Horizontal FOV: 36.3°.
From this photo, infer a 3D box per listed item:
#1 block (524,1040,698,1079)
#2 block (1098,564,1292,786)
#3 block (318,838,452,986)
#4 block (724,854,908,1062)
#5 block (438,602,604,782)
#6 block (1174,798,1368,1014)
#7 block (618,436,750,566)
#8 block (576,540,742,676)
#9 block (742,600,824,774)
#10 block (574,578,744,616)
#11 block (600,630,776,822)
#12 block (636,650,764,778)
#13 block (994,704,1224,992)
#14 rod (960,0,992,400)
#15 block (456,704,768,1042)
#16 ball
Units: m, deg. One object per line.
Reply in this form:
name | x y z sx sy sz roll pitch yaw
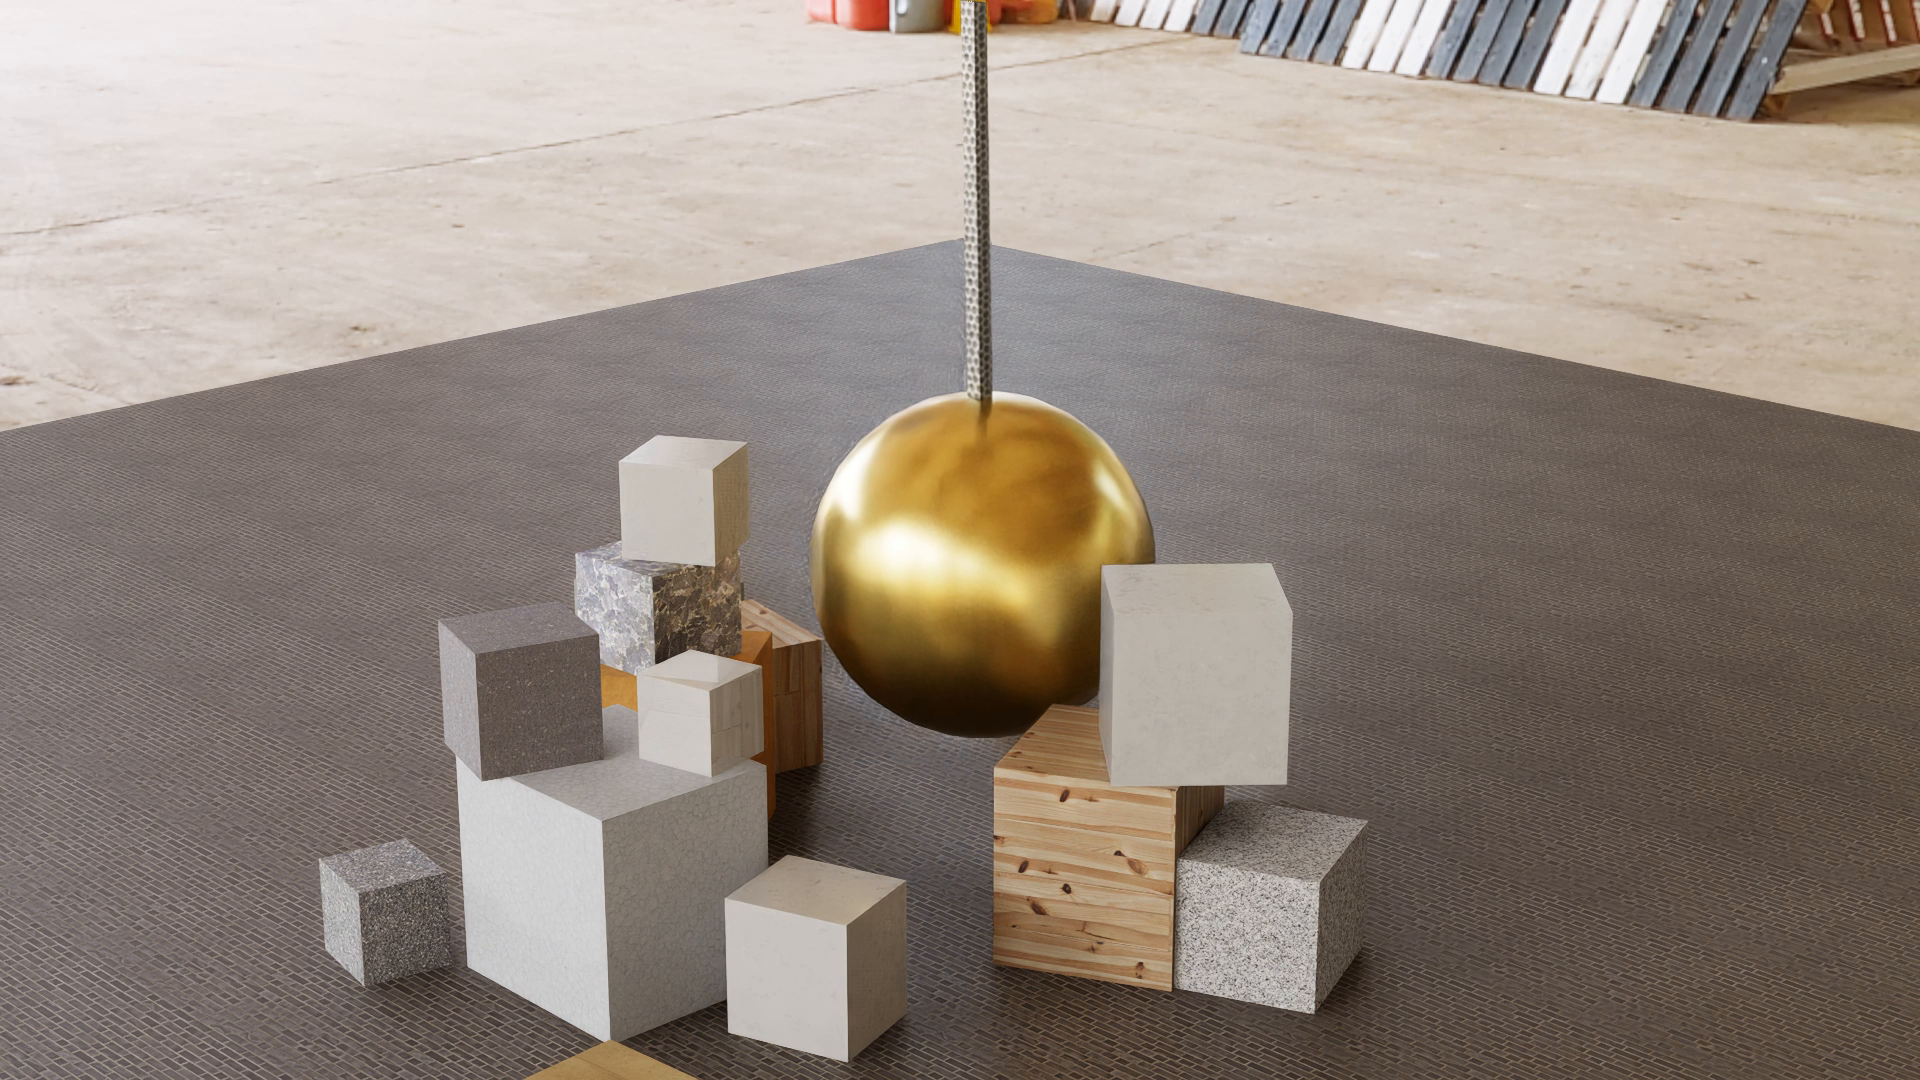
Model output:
block | -1.232 2.235 10.196 0.665 0.623 0.668 15 23 39
block | 0.976 0.558 12.304 0.726 0.748 0.657 -1 17 -2
block | -2.463 1.592 12.566 0.397 0.428 0.435 -11 21 -32
block | -0.582 1.697 11.949 0.562 0.597 0.492 9 20 26
block | -1.824 0.621 12.181 0.530 0.551 0.481 -9 20 -26
block | 1.324 1.543 12.448 0.615 0.591 0.707 7 19 23
block | -1.261 -0.184 13.480 0.451 0.459 0.469 5 18 15
block | -1.389 0.294 13.555 0.525 0.499 0.540 15 23 40
block | -1.180 0.771 14.791 0.703 0.661 0.730 -11 20 -30
block | -1.572 0.548 15.415 0.669 0.710 0.592 -14 22 -37
block | -1.372 0.955 13.794 0.865 0.906 0.716 3 18 8
block | -1.076 0.715 12.174 0.379 0.376 0.356 11 21 32
block | 0.651 1.311 12.665 0.792 0.905 0.805 6 18 19
rod | 0.045 -3.114 12.410 0.080 5.200 0.080 17 25 42
block | -1.453 1.378 12.325 0.847 0.980 1.004 -16 23 -41
ball | 0.104 0.111 13.485 1.600 1.600 1.600 0 17 0
